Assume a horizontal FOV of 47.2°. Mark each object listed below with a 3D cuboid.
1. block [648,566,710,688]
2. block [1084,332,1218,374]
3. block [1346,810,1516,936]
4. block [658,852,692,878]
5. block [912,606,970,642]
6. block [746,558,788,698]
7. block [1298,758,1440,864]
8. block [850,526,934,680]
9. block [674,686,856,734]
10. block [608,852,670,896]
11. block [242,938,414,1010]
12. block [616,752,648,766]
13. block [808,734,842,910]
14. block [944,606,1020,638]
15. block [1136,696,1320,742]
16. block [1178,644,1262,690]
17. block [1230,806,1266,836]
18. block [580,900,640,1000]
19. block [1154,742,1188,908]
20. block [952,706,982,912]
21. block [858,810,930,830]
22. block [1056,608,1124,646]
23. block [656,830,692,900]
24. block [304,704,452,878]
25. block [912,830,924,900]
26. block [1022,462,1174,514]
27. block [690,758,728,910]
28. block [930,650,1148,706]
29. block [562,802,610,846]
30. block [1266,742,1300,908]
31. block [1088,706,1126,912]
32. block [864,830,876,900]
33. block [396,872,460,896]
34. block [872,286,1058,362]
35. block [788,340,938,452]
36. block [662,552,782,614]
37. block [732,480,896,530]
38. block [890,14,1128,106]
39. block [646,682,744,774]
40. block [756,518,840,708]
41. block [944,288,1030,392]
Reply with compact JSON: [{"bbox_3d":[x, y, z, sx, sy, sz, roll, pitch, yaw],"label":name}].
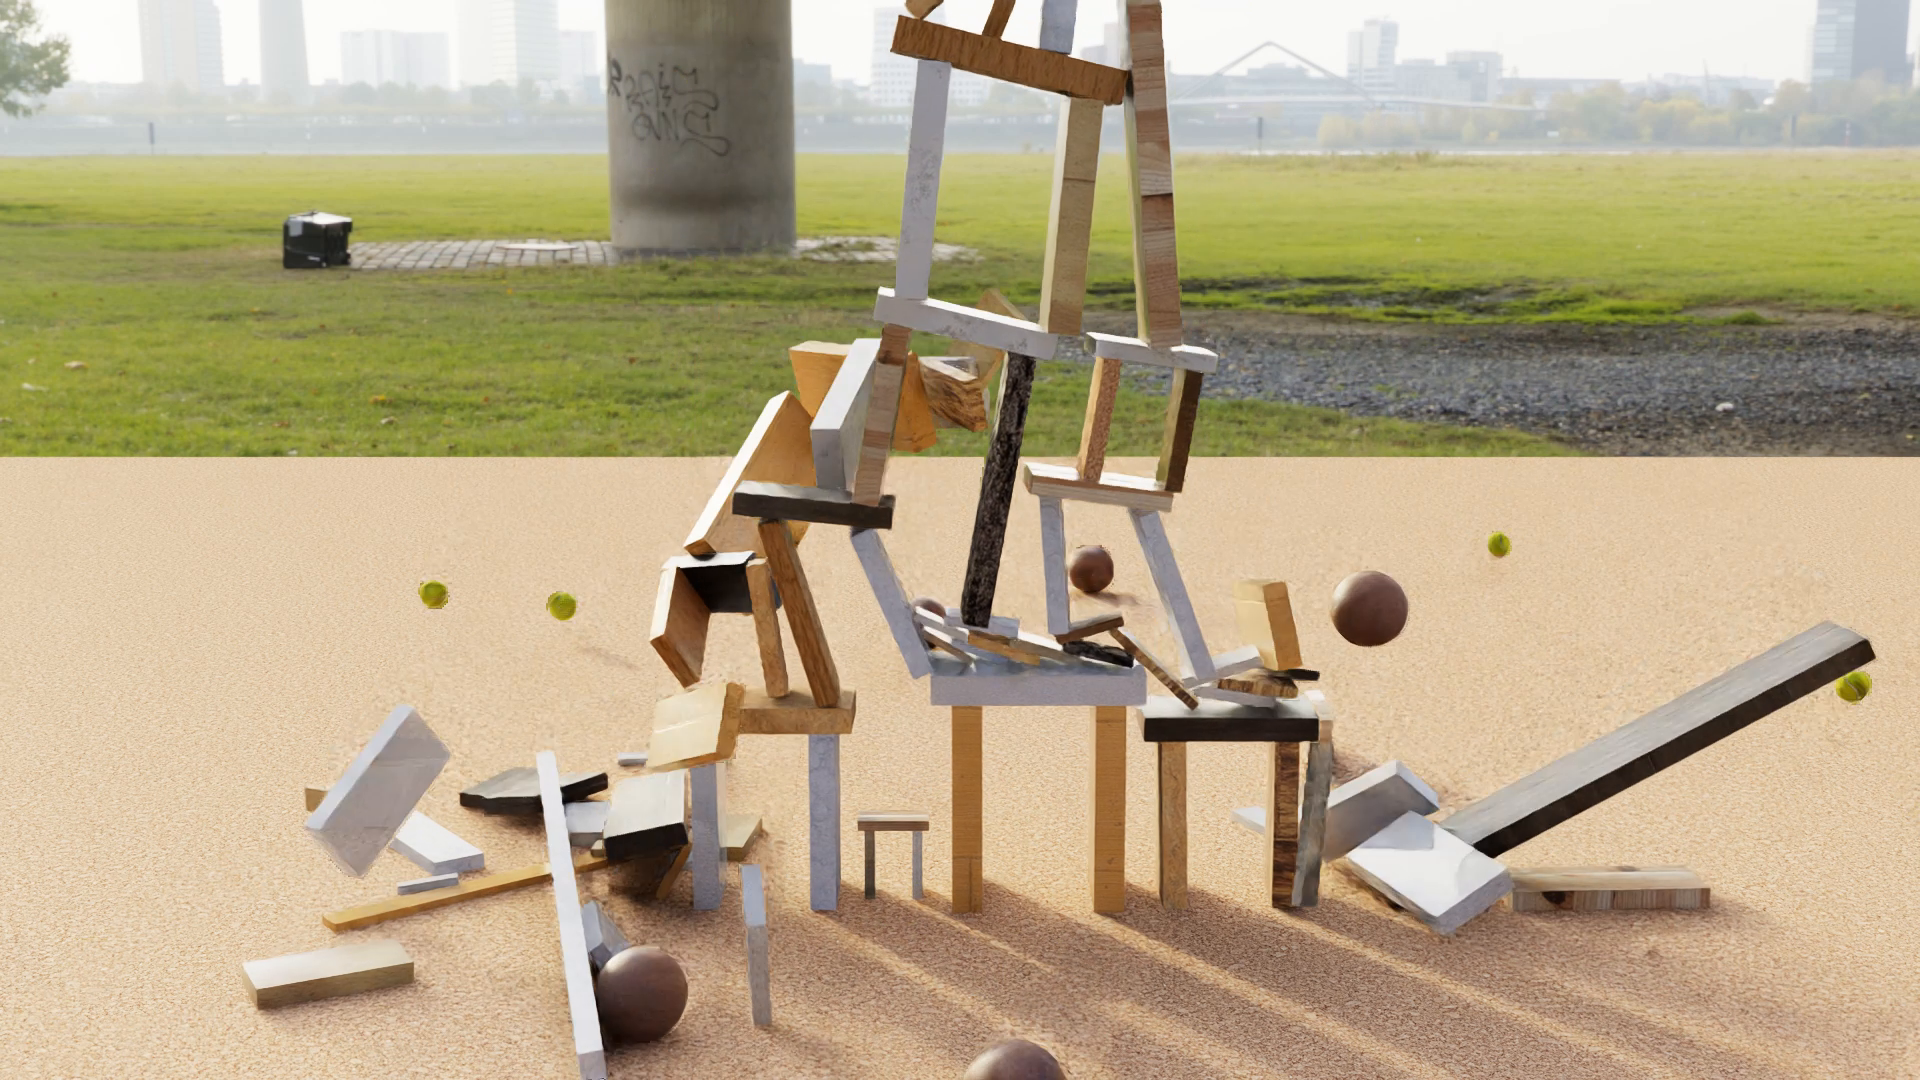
[{"bbox_3d":[-0.473,0.145,3.723,0.031,0.108,0.217,-26,27,13],"label":"block"},{"bbox_3d":[0.302,-0.297,3.483,0.195,0.028,0.098,7,11,-8],"label":"block"},{"bbox_3d":[0.755,0.534,3.549,0.139,0.039,0.278,-32,22,-11],"label":"block"},{"bbox_3d":[-0.502,0.559,3.792,0.112,0.016,0.056,-8,13,-37],"label":"block"},{"bbox_3d":[-0.031,0.138,3.579,0.095,0.013,0.047,24,10,-7],"label":"block"},{"bbox_3d":[-0.315,0.142,3.594,0.031,0.217,0.108,-9,5,-2],"label":"block"},{"bbox_3d":[0.682,0.463,3.741,0.236,0.118,0.033,-33,32,31],"label":"block"},{"bbox_3d":[-0.111,0.093,3.571,0.036,0.254,0.127,-23,10,2],"label":"block"},{"bbox_3d":[-0.323,0.278,3.607,0.297,0.042,0.148,0,11,0],"label":"block"},{"bbox_3d":[-0.541,0.564,3.710,0.056,0.016,0.112,4,22,22],"label":"block"},{"bbox_3d":[-0.942,0.646,3.280,0.228,0.032,0.114,-6,12,-28],"label":"block"},{"bbox_3d":[-0.643,0.441,4.436,0.095,0.014,0.048,-2,11,-10],"label":"block"},{"bbox_3d":[-0.223,0.445,3.639,0.042,0.297,0.148,0,11,0],"label":"block"},{"bbox_3d":[0.035,0.134,3.583,0.121,0.017,0.060,10,11,-1],"label":"block"},{"bbox_3d":[0.437,0.293,3.613,0.282,0.040,0.141,0,11,-1],"label":"block"},{"bbox_3d":[0.428,0.208,3.612,0.131,0.019,0.066,-17,14,4],"label":"block"},{"bbox_3d":[0.553,0.514,4.031,0.058,0.017,0.117,-5,12,-25],"label":"block"},{"bbox_3d":[-0.525,0.612,3.295,0.027,0.094,0.188,-36,16,-5],"label":"block"},{"bbox_3d":[0.349,0.452,3.640,0.040,0.282,0.141,-1,11,0],"label":"block"},{"bbox_3d":[0.012,0.420,3.635,0.049,0.347,0.173,0,11,0],"label":"block"},{"bbox_3d":[-0.110,0.465,3.648,0.118,0.017,0.059,0,11,0],"label":"block"},{"bbox_3d":[0.210,0.142,3.580,0.113,0.016,0.057,-17,10,4],"label":"block"},{"bbox_3d":[-0.470,0.539,3.653,0.016,0.112,0.056,28,9,-6],"label":"block"},{"bbox_3d":[-0.967,0.416,3.668,0.037,0.131,0.261,8,51,35],"label":"block"},{"bbox_3d":[-0.070,0.532,3.660,0.017,0.118,0.059,0,11,0],"label":"block"},{"bbox_3d":[0.220,-0.084,3.522,0.227,0.032,0.113,7,11,-6],"label":"block"},{"bbox_3d":[-0.415,0.445,3.638,0.042,0.297,0.148,0,11,-1],"label":"block"},{"bbox_3d":[0.126,0.225,3.599,0.347,0.049,0.173,0,11,0],"label":"block"},{"bbox_3d":[-0.680,0.516,3.997,0.090,0.025,0.180,-2,11,-9],"label":"block"},{"bbox_3d":[0.533,0.452,3.640,0.040,0.282,0.141,0,10,4],"label":"block"},{"bbox_3d":[0.243,0.420,3.635,0.049,0.347,0.173,0,11,0],"label":"block"},{"bbox_3d":[-0.149,0.532,3.660,0.017,0.118,0.059,0,11,0],"label":"block"},{"bbox_3d":[-0.888,0.574,3.670,0.099,0.014,0.050,-8,2,-15],"label":"block"},{"bbox_3d":[0.007,-0.343,3.481,0.287,0.041,0.144,13,10,-4],"label":"block"},{"bbox_3d":[-0.182,-0.267,4.058,0.049,0.174,0.347,-25,22,-32],"label":"block"},{"bbox_3d":[-0.407,0.075,3.782,0.217,0.108,0.031,-4,39,43],"label":"block"},{"bbox_3d":[-0.233,-0.057,3.540,0.254,0.036,0.127,6,10,-1],"label":"block"},{"bbox_3d":[0.073,-0.742,3.413,0.359,0.051,0.180,13,10,-5],"label":"block"},{"bbox_3d":[-0.406,0.288,3.362,0.031,0.109,0.218,20,-23,-32],"label":"block"},{"bbox_3d":[-0.260,0.108,3.567,0.036,0.310,0.127,-17,11,1],"label":"block"},{"bbox_3d":[0.040,-0.352,3.973,0.094,0.187,0.027,46,30,22],"label":"block"}]
